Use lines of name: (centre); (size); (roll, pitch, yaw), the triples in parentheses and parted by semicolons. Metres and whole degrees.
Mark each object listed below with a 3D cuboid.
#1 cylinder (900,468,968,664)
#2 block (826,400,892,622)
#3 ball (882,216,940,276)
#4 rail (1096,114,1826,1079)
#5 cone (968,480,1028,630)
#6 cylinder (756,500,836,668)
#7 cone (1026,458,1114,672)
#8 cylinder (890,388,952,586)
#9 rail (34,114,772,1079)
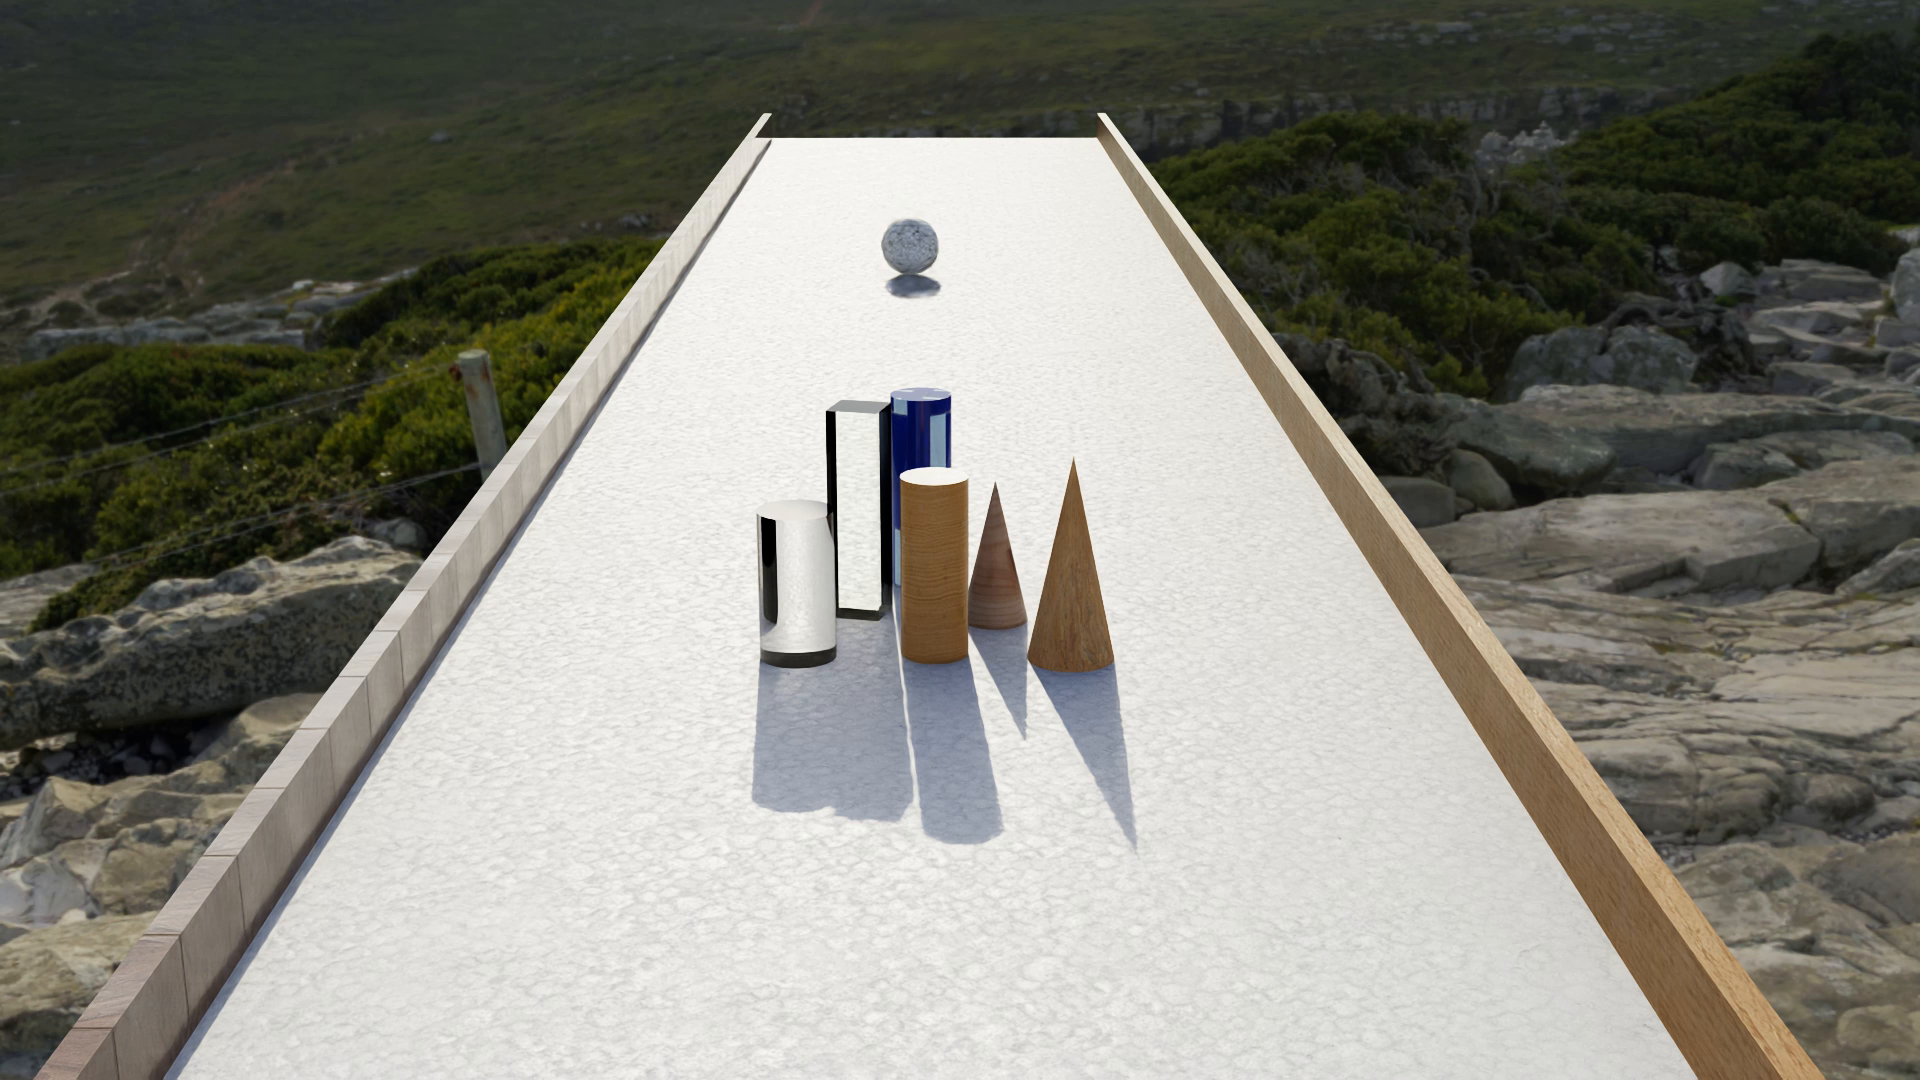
cylinder: (-0.051, 0.051, 4.404); (0.137, 0.371, 0.137); (0, 17, 0)
block: (-0.212, -0.063, 4.648); (0.110, 0.450, 0.110); (4, 17, 14)
ball: (-0.198, -1.171, 8.757); (0.233, 0.233, 0.233); (0, 17, 0)
rail: (0.932, -0.844, 7.801); (0.050, 0.150, 12.000); (0, 17, -1)
cone: (0.074, 0.020, 4.620); (0.142, 0.308, 0.142); (0, 17, 0)
cylinder: (-0.326, 0.087, 4.398); (0.155, 0.306, 0.155); (0, 17, 0)
cone: (0.223, 0.035, 4.372); (0.176, 0.420, 0.176); (0, 17, 0)
cylinder: (-0.086, -0.115, 4.866); (0.136, 0.426, 0.136); (0, 17, 0)
rail: (-1.118, -0.838, 7.780); (0.050, 0.150, 12.000); (0, 17, -1)
